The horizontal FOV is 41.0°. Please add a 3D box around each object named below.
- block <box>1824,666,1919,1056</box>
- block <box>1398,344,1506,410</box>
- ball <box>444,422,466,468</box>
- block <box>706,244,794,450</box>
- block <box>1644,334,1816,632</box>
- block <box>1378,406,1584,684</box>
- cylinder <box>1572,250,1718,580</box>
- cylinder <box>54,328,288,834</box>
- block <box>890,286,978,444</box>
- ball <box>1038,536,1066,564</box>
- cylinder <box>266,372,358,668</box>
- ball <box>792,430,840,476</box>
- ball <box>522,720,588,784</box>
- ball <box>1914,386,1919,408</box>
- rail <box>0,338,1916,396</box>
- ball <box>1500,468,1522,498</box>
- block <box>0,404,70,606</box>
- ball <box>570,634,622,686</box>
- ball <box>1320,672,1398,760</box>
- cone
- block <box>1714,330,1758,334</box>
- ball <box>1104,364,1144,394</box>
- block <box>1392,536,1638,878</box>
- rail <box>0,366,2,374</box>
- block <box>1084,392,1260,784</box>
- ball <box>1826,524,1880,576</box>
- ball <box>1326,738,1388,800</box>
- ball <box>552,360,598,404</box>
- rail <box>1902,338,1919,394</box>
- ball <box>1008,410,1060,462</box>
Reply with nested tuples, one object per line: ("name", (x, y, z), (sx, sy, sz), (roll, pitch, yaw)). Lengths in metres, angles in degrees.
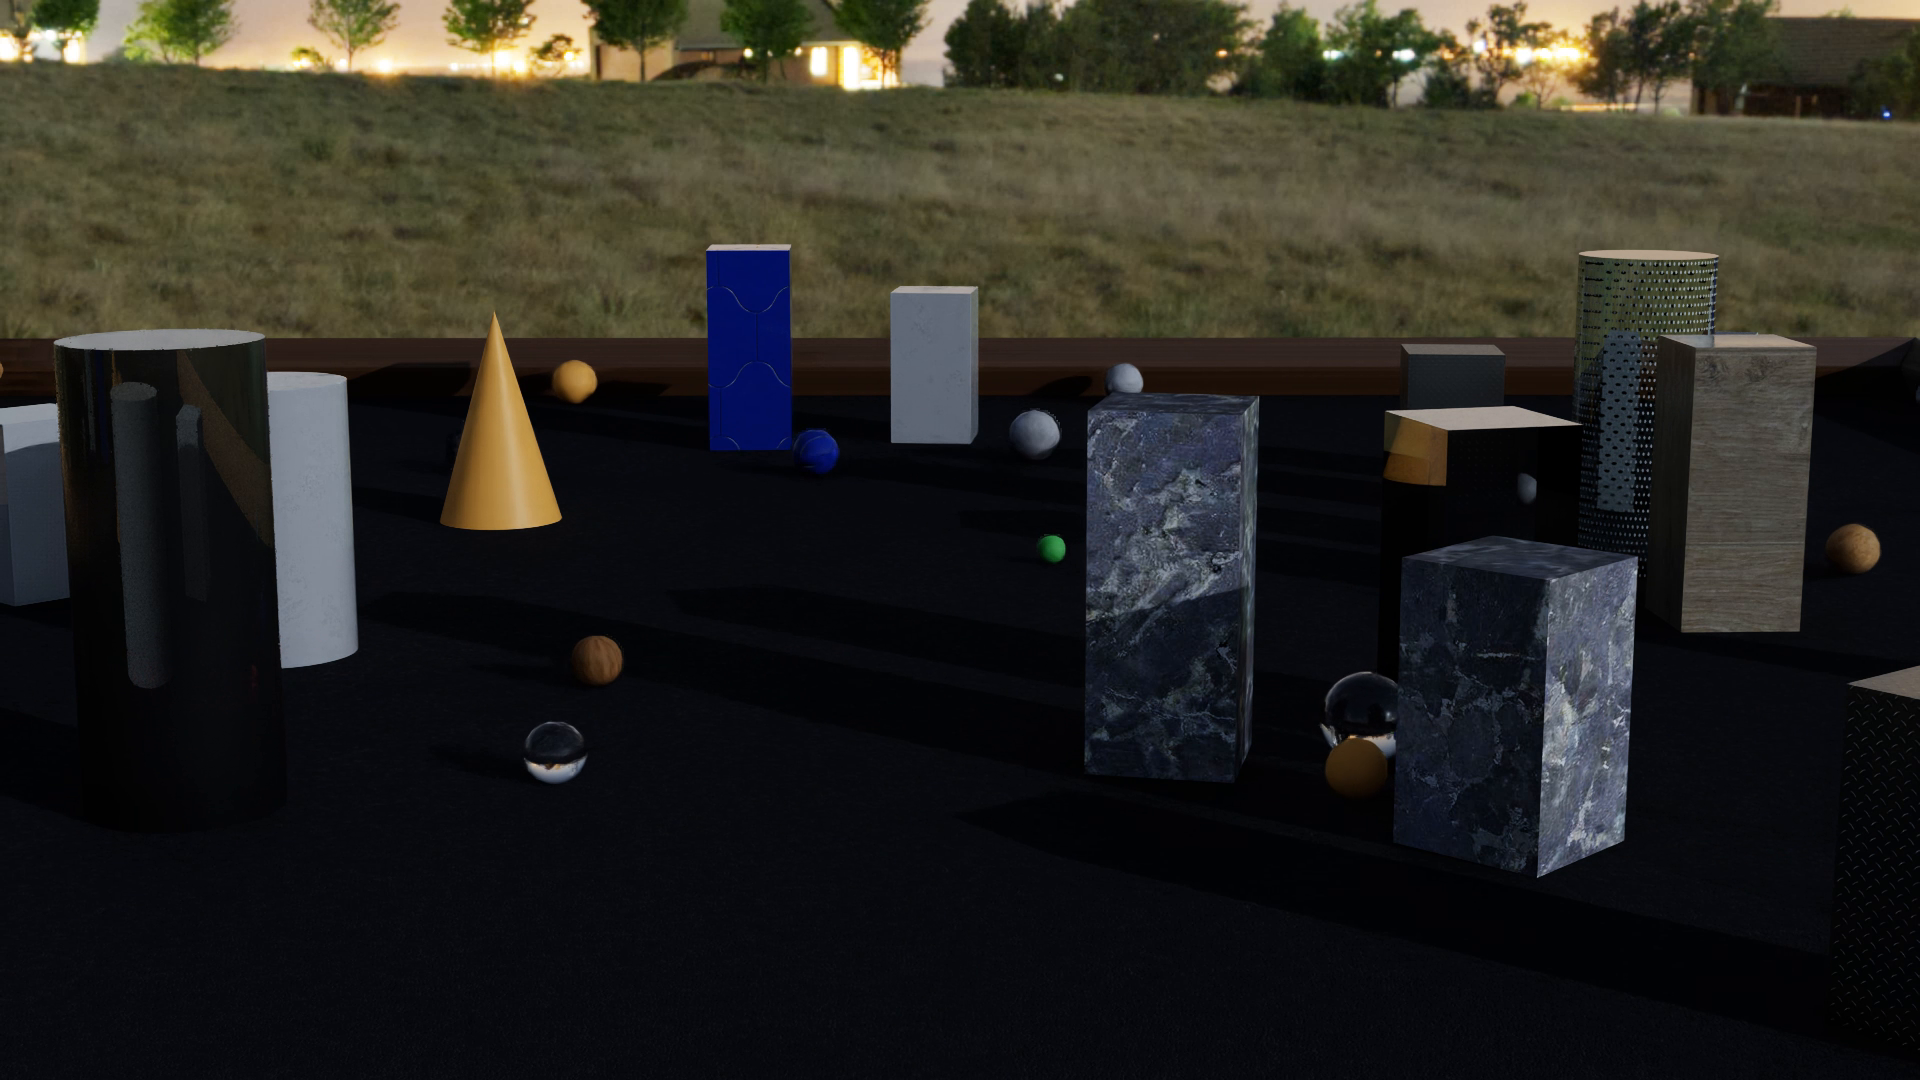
("block", (0.774, 0.242, 1.935), (0.156, 0.269, 0.156), (-8, 13, -37))
("block", (0.820, -0.190, 4.296), (0.156, 0.258, 0.156), (1, 11, 5))
("ball", (-0.874, -0.164, 4.599), (0.097, 0.097, 0.097), (0, 11, 0))
("block", (-0.403, -0.373, 4.944), (0.156, 0.380, 0.156), (0, 11, -2))
("block", (1.011, -0.077, 3.377), (0.156, 0.371, 0.156), (0, 11, -2))
("block", (0.563, 0.041, 2.798), (0.156, 0.351, 0.156), (-3, 11, -15))
("cylinder", (0.988, -0.185, 3.726), (0.195, 0.456, 0.195), (0, 11, 0))
("cylinder", (-0.770, 0.035, 2.513), (0.195, 0.465, 0.195), (0, 11, 0))
("block", (-0.049, -0.345, 5.038), (0.156, 0.292, 0.156), (1, 11, 6))
("ball", (0.135, 0.014, 3.785), (0.042, 0.042, 0.042), (0, 11, 0))
("cylinder", (-0.856, -0.028, 3.193), (0.195, 0.341, 0.195), (0, 11, 0))
("ball", (-0.258, -0.156, 4.585), (0.084, 0.084, 0.084), (0, 11, 0))
("ball", (-0.414, 0.218, 2.626), (0.065, 0.065, 0.065), (0, 11, 0))
("ball", (2.051, -0.303, 5.401), (0.076, 0.076, 0.076), (0, 11, 0))
("rail", (-0.013, -0.381, 5.680), (4.278, 0.127, 0.045), (0, 11, 0))
("ball", (0.928, -0.098, 4.363), (0.051, 0.051, 0.051), (0, 11, 0))
("block", (-1.292, -0.052, 3.576), (0.156, 0.249, 0.156), (9, 14, 41))
("ball", (-0.430, 0.143, 3.037), (0.062, 0.062, 0.062), (0, 11, 0))
("ball", (0.428, 0.187, 2.701), (0.098, 0.098, 0.098), (0, 11, 0))
("cone", (-0.744, -0.200, 4.129), (0.195, 0.339, 0.195), (0, 11, 0))
("block", (1.239, -0.202, 4.296), (0.156, 0.282, 0.156), (4, 11, 22))
("ball", (0.355, -0.341, 5.576), (0.087, 0.087, 0.087), (0, 11, 0))
("block", (0.521, 0.151, 2.410), (0.156, 0.275, 0.156), (10, 14, 43))
("rail", (-2.115, 0.035, 3.437), (0.045, 0.127, 4.586), (0, 11, 0))
("block", (0.223, 0.045, 2.690), (0.156, 0.381, 0.156), (2, 11, 13))
("ball", (1.286, 0.014, 3.696), (0.075, 0.075, 0.075), (0, 11, 0))
("ball", (0.398, 0.229, 2.570), (0.062, 0.062, 0.062), (0, 11, 0))
("ball", (-0.834, -0.341, 5.552), (0.097, 0.097, 0.097), (0, 11, 0))
("rail", (2.115, 0.030, 3.461), (0.045, 0.127, 4.586), (0, 11, 0))
("ball", (0.138, -0.193, 4.759), (0.095, 0.095, 0.095), (0, 11, 0))
